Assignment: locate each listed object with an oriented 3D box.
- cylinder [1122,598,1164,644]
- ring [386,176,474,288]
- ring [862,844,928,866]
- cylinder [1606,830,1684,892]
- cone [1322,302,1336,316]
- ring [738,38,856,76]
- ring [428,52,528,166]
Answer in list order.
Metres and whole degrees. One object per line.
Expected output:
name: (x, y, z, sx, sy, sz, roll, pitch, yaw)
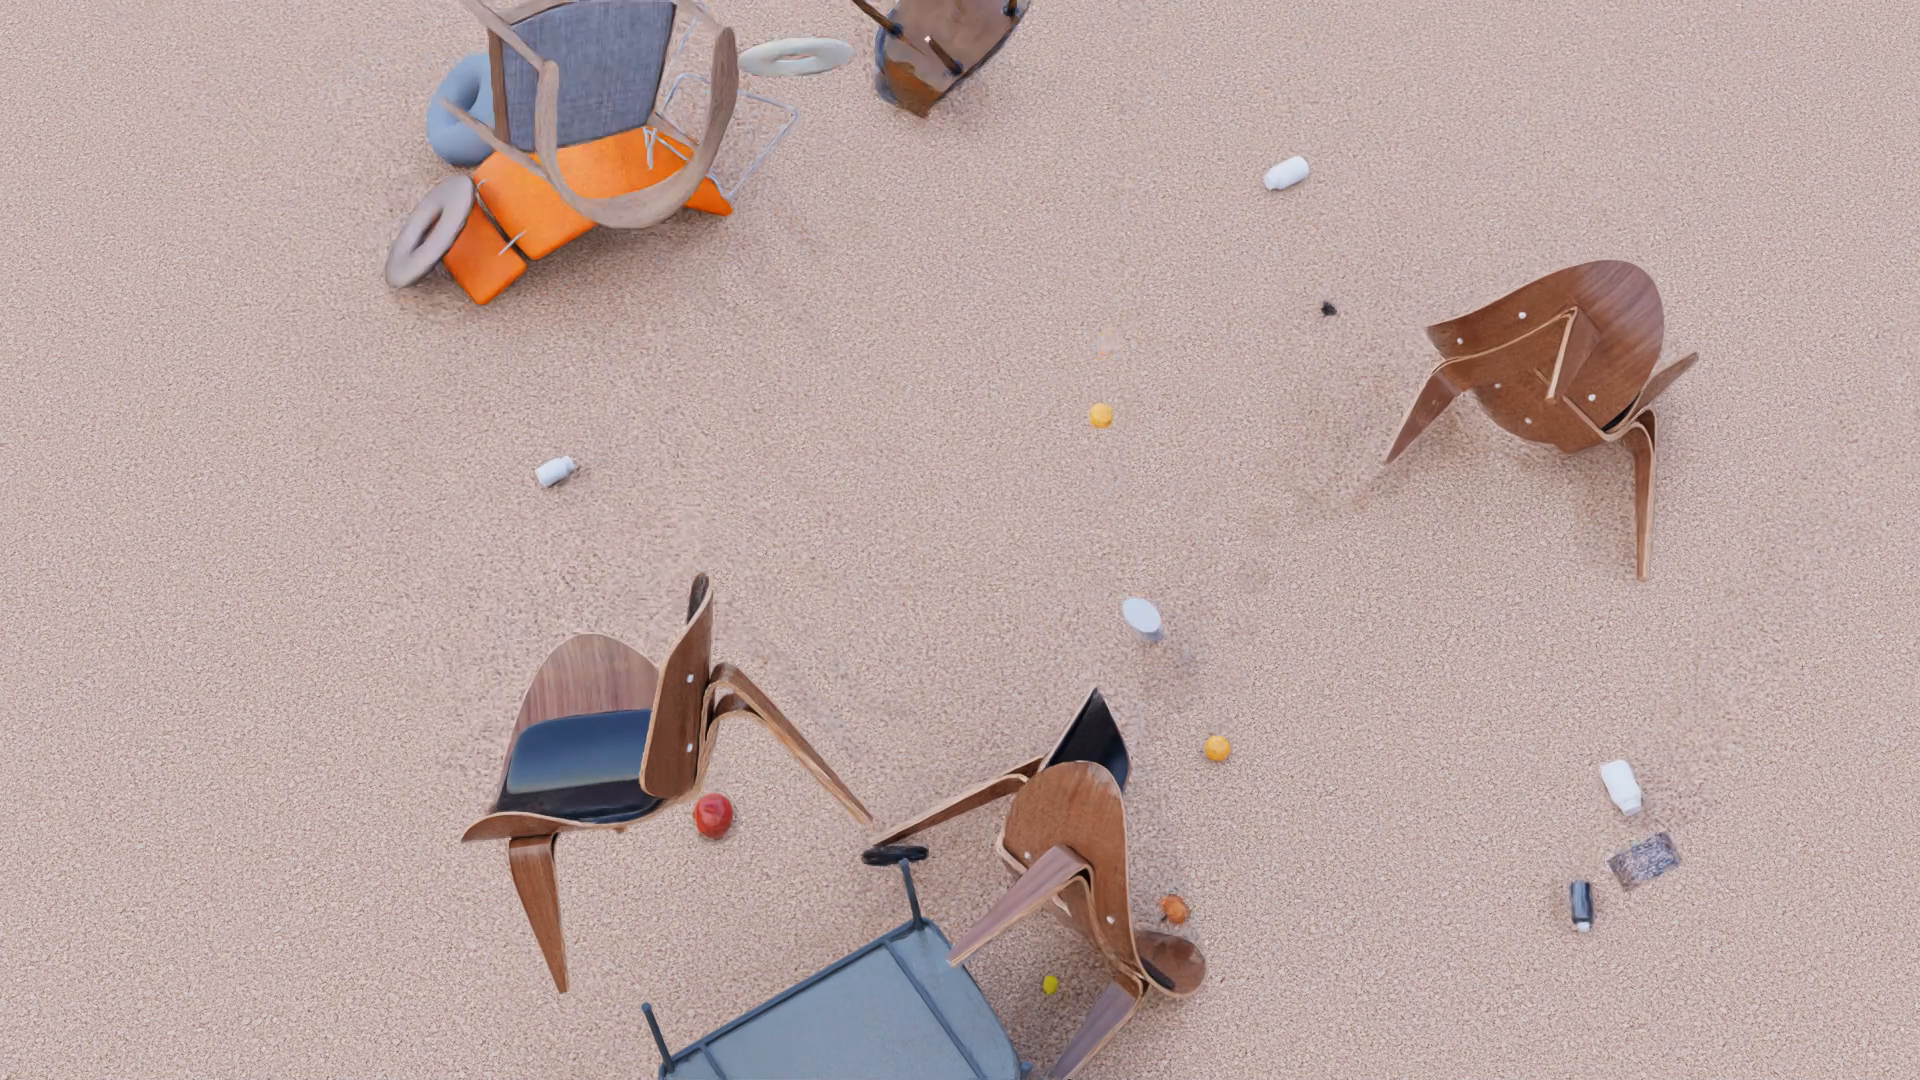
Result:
cylinder: (0.530, 0.233, 6.359, 0.086, 0.078, 0.133, -41, 61, -9)
ring: (-1.699, -0.989, 7.050, 0.436, 0.066, 0.466, -52, 32, 2)
ring: (-0.176, 0.846, 5.899, 0.182, 0.180, 0.043, -2, 85, -28)
cylinder: (1.820, 0.852, 5.843, 0.186, 0.148, 0.094, -21, 75, -23)
cone: (1.178, -0.755, 7.069, 0.050, 0.036, 0.065, 27, 25, -18)
ring: (-0.533, -1.572, 7.161, 0.387, 0.168, 0.048, -6, 63, -4)
ring: (-1.610, -1.438, 7.335, 0.484, 0.165, 0.405, 31, 92, 50)
